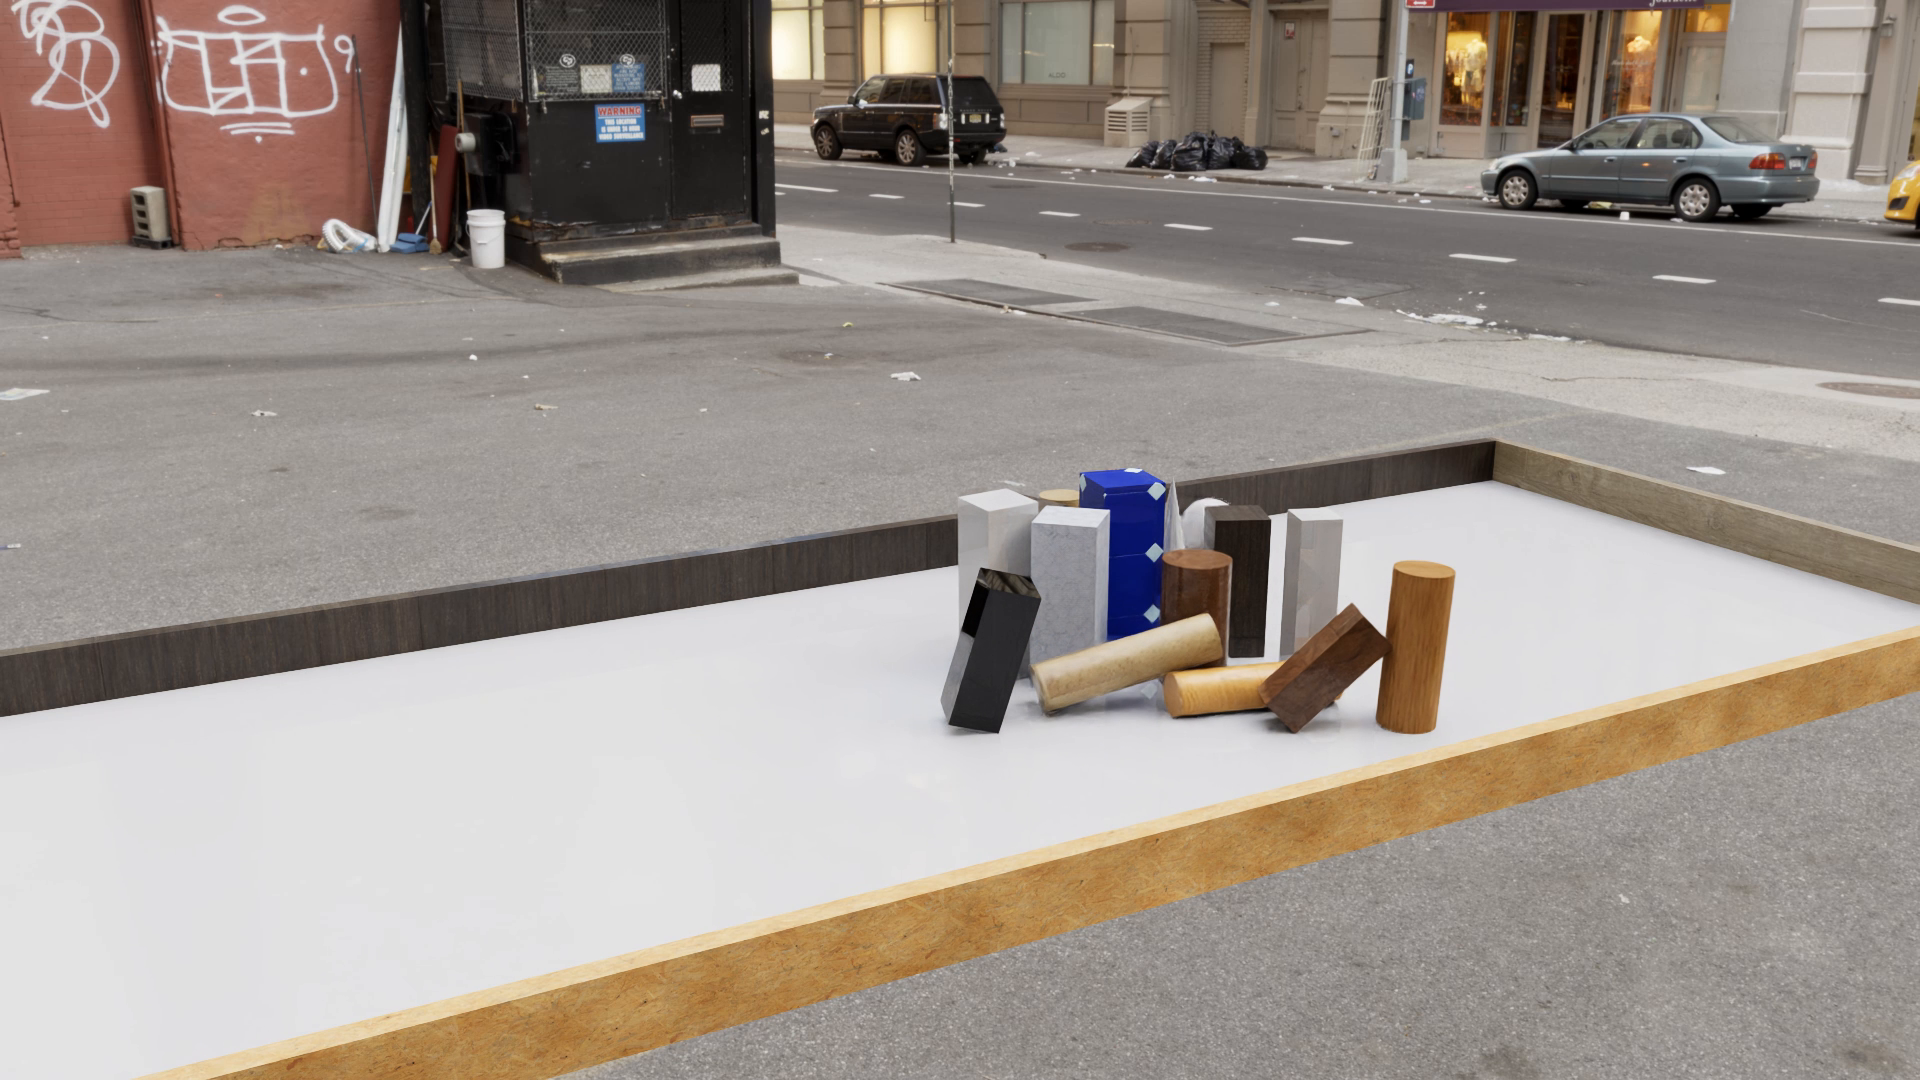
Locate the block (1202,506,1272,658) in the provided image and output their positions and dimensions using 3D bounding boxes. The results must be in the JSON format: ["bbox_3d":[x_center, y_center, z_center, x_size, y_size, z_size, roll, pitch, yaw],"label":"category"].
[{"bbox_3d":[0.719,0.108,4.324,0.144,0.373,0.144,-1,16,-3],"label":"block"}]

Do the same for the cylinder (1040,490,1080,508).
[{"bbox_3d":[0.282,0.039,4.618,0.125,0.341,0.125,0,16,0],"label":"cylinder"}]

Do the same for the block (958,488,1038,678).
[{"bbox_3d":[0.095,0.117,4.142,0.144,0.455,0.144,-11,21,-29],"label":"block"}]

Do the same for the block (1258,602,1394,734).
[{"bbox_3d":[0.847,0.297,3.837,0.301,0.104,0.104,-44,13,10],"label":"block"}]

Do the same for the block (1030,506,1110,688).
[{"bbox_3d":[0.273,0.146,4.104,0.162,0.425,0.162,4,17,15],"label":"block"}]

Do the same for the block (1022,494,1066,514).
[{"bbox_3d":[0.154,0.096,4.337,0.178,0.387,0.178,15,23,42],"label":"block"}]

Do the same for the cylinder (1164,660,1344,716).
[{"bbox_3d":[0.707,0.352,3.968,0.423,0.107,0.107,-4,17,-14],"label":"cylinder"}]

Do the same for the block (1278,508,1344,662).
[{"bbox_3d":[0.866,0.146,4.083,0.104,0.436,0.104,-2,17,-8],"label":"block"}]

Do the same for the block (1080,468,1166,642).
[{"bbox_3d":[0.421,0.058,4.343,0.169,0.459,0.169,-5,17,-17],"label":"block"}]

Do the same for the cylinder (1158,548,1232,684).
[{"bbox_3d":[0.586,0.198,4.120,0.173,0.317,0.173,0,16,0],"label":"cylinder"}]

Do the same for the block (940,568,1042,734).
[{"bbox_3d":[0.068,0.256,3.811,0.124,0.349,0.124,12,19,-15],"label":"block"}]

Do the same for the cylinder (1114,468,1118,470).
[{"bbox_3d":[0.460,-0.035,4.879,0.102,0.335,0.102,0,16,0],"label":"cylinder"}]

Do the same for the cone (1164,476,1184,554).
[{"bbox_3d":[0.583,0.018,4.568,0.156,0.410,0.156,0,16,0],"label":"cone"}]

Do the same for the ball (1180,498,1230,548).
[{"bbox_3d":[0.775,-0.033,5.123,0.194,0.194,0.194,0,16,0],"label":"ball"}]

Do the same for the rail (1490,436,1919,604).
[{"bbox_3d":[2.466,-0.048,5.253,0.050,0.150,2.100,-9,18,-27],"label":"rail"}]

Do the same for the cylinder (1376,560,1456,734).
[{"bbox_3d":[1.058,0.247,3.836,0.139,0.377,0.139,2,16,-1],"label":"cylinder"}]

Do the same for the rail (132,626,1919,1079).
[{"bbox_3d":[-2.336,1.006,1.665,12.000,0.150,0.050,-9,18,-27],"label":"rail"}]

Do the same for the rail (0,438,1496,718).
[{"bbox_3d":[-3.305,0.497,3.399,12.000,0.150,0.050,-9,18,-27],"label":"rail"}]

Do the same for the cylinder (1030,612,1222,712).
[{"bbox_3d":[0.399,0.294,3.960,0.446,0.117,0.117,-17,18,-5],"label":"cylinder"}]
